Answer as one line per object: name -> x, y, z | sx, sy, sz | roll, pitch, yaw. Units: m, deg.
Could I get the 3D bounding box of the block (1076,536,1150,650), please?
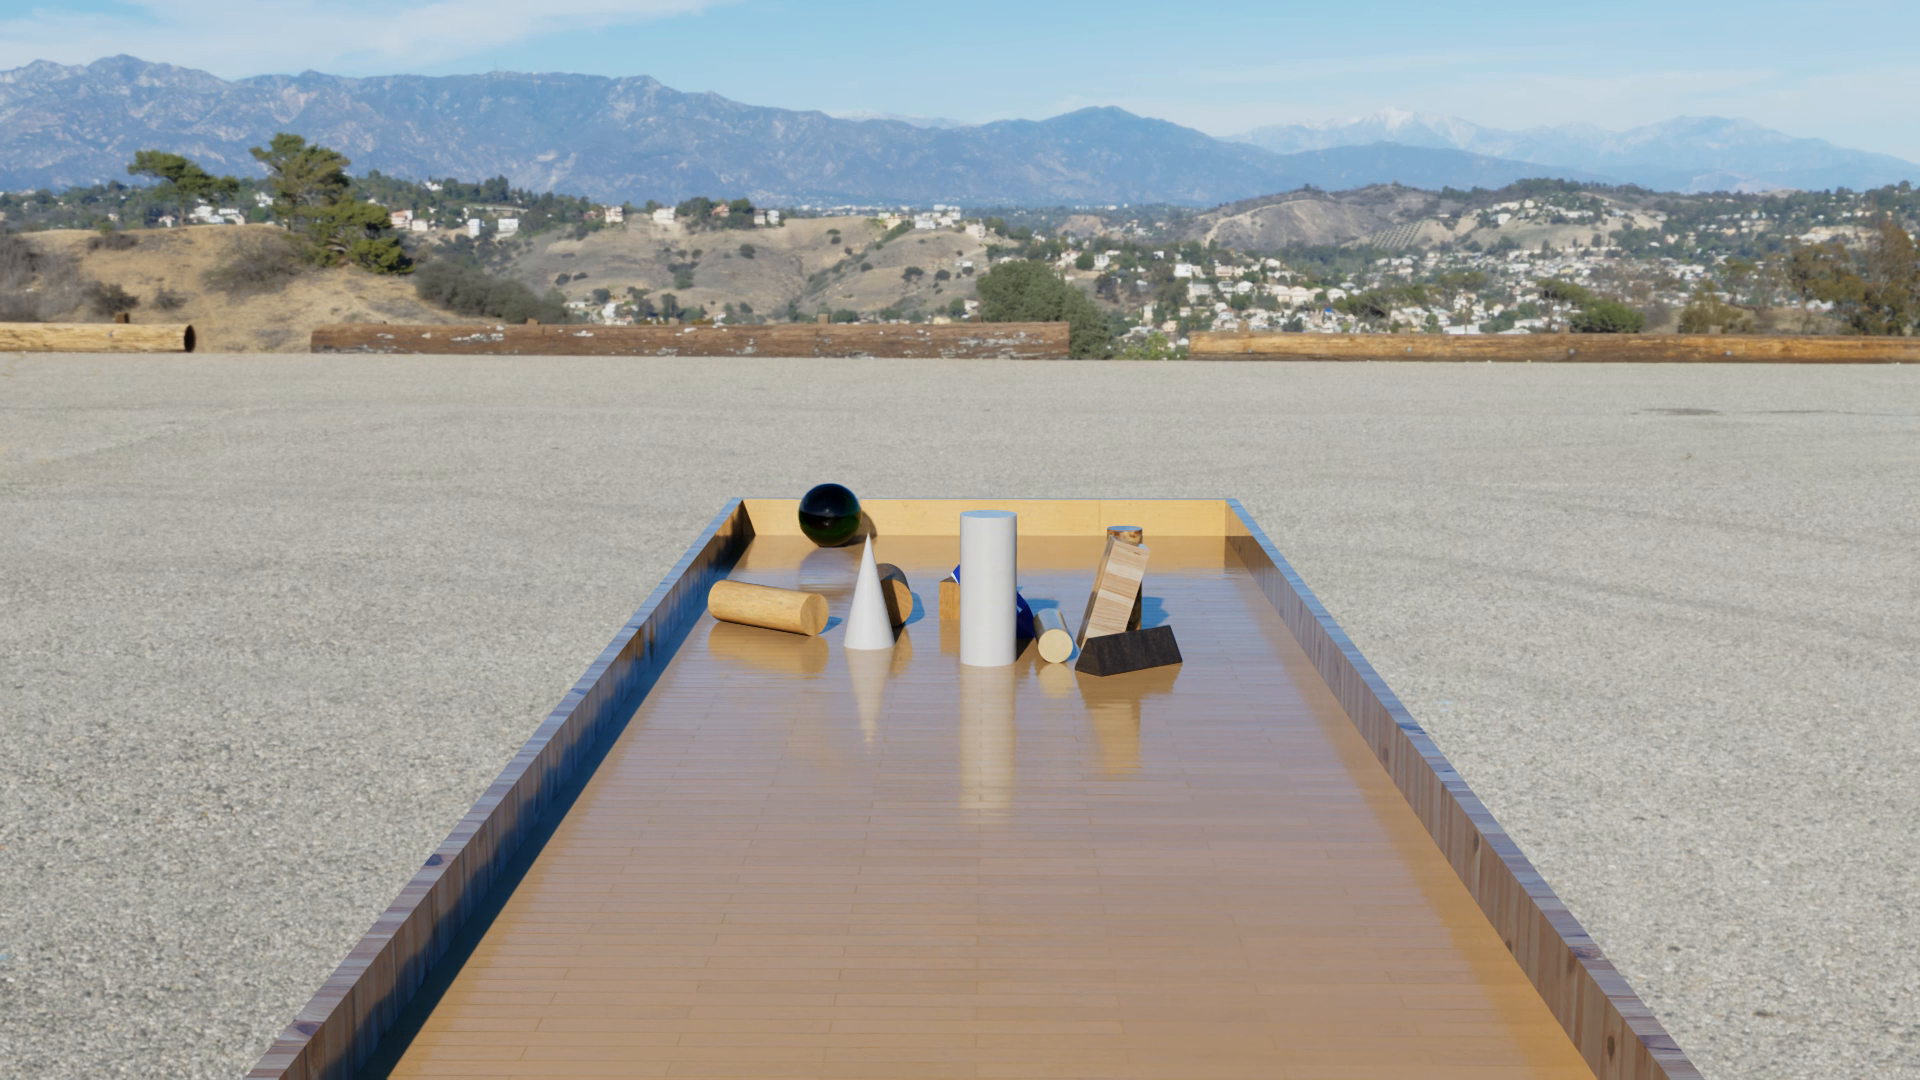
block -> 0.467, 0.174, 6.732 | 0.115, 0.351, 0.115 | 16, 7, -7

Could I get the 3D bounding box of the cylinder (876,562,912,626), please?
cylinder -> -0.246, 0.182, 7.341 | 0.161, 0.161, 0.320 | -1, 9, -4

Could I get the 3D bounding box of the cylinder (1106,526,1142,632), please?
cylinder -> 0.515, 0.146, 6.902 | 0.112, 0.371, 0.112 | 0, 9, 0

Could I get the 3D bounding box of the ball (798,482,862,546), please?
ball -> -0.522, -0.101, 8.825 | 0.258, 0.258, 0.258 | 0, 9, 0

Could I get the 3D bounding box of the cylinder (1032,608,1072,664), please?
cylinder -> 0.286, 0.294, 6.819 | 0.104, 0.104, 0.342 | 0, 9, -1

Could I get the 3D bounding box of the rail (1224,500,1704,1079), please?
rail -> 1.046, 0.843, 3.208 | 0.050, 0.150, 12.000 | 0, 9, 1

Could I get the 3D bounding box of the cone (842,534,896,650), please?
cone -> -0.287, 0.150, 6.910 | 0.167, 0.360, 0.167 | 0, 9, 0

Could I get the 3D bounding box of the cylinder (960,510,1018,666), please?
cylinder -> 0.086, 0.144, 6.660 | 0.173, 0.451, 0.173 | 0, 9, 0

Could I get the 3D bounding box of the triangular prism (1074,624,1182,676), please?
triangular prism -> 0.508, 0.325, 6.603 | 0.328, 0.105, 0.121 | -7, 11, -38

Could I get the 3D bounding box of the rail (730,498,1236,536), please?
rail -> 0.099, -0.098, 9.147 | 2.100, 0.150, 0.050 | 0, 9, 1

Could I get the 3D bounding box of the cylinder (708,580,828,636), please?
cylinder -> -0.629, 0.219, 7.189 | 0.415, 0.137, 0.137 | 7, 12, 38

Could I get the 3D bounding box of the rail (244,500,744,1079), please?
rail -> -1.004, 0.839, 3.234 | 0.050, 0.150, 12.000 | 0, 9, 1

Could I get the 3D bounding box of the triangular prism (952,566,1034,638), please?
triangular prism -> 0.124, 0.159, 7.163 | 0.140, 0.121, 0.413 | -4, 30, -24

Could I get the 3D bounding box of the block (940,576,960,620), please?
block -> 0.057, 0.174, 7.518 | 0.123, 0.123, 0.396 | 3, 10, 20
